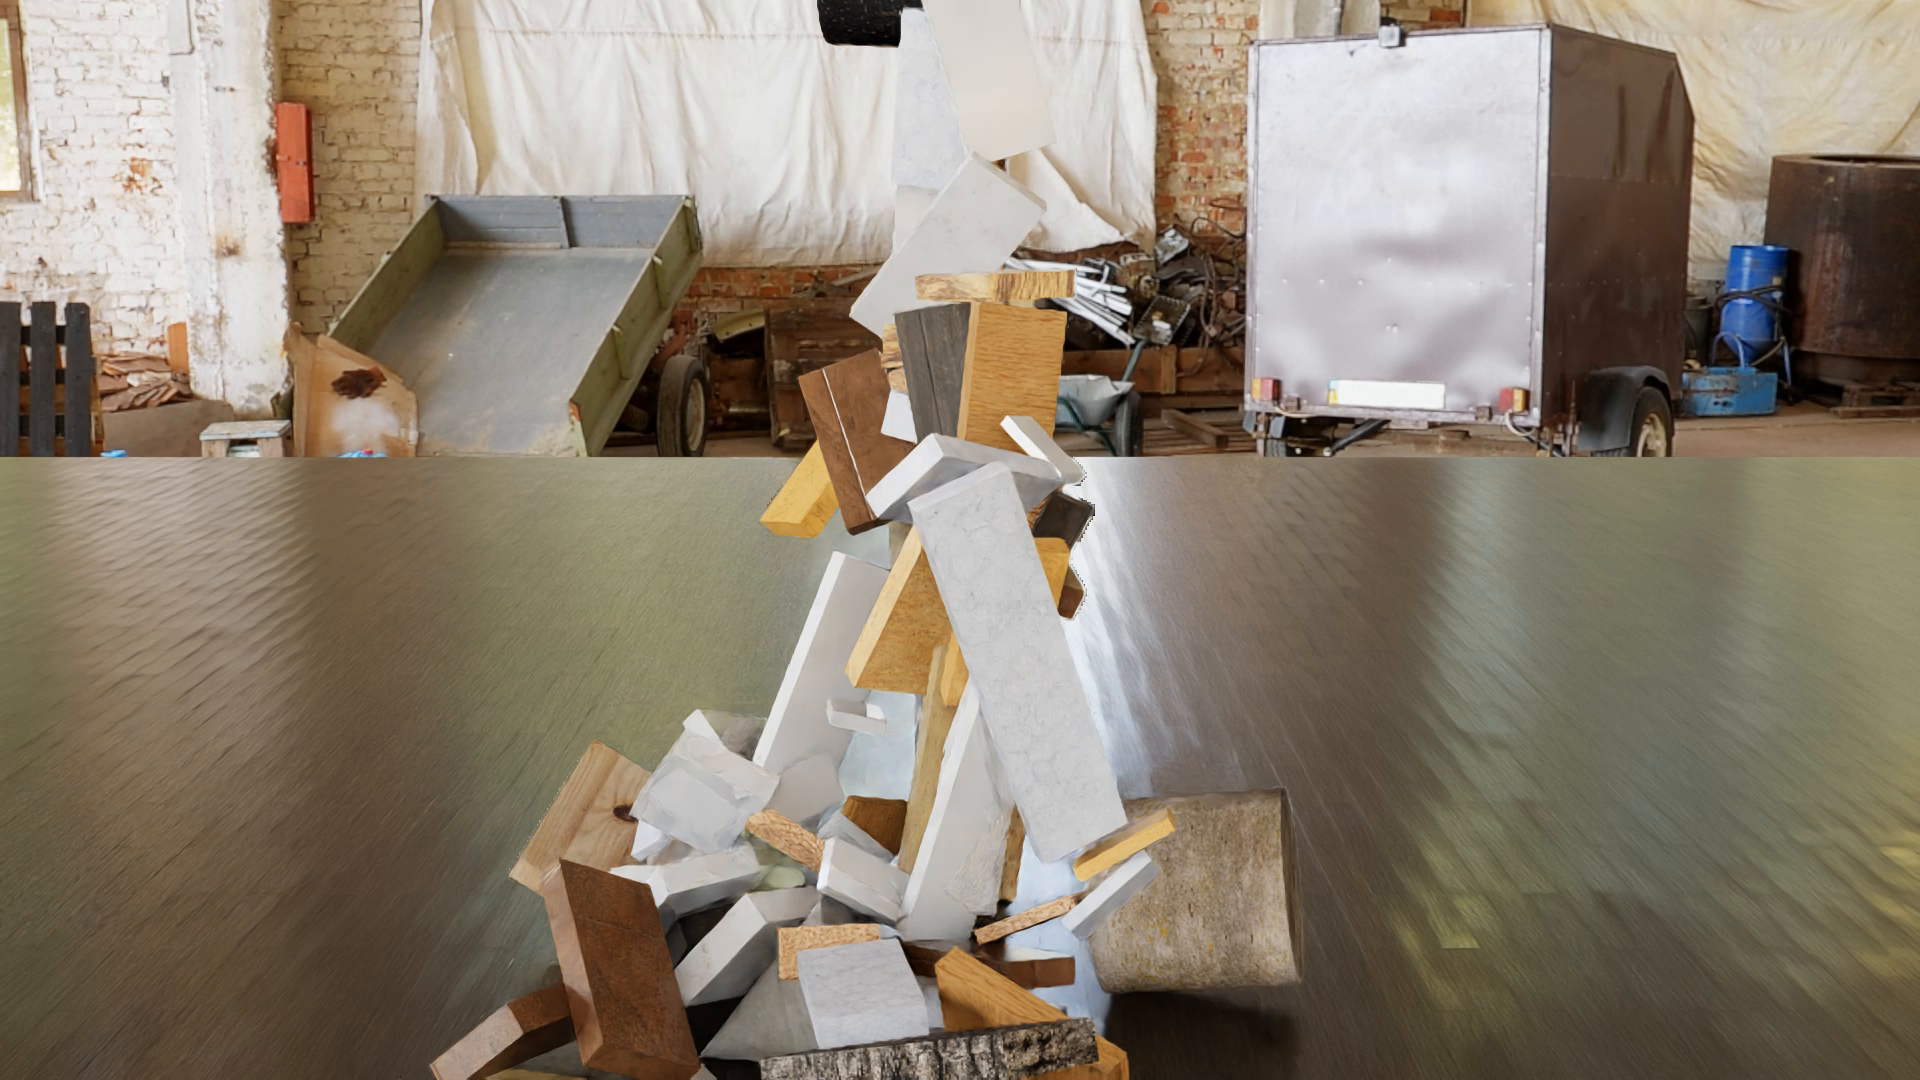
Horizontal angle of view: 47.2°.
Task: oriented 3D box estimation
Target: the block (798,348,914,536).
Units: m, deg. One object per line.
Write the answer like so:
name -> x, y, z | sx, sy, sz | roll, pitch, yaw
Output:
block -> -0.152, -0.157, 3.502 | 0.137, 0.274, 0.039 | -20, -19, 4

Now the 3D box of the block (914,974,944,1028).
block -> -0.008, 0.614, 3.012 | 0.177, 0.050, 0.354 | 2, -3, 6

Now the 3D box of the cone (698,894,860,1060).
cone -> -0.245, 0.655, 3.005 | 0.258, 0.258, 0.258 | -26, 8, 7

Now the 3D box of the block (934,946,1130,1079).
block -> 0.087, 0.599, 2.619 | 0.263, 0.131, 0.037 | 26, 49, 33

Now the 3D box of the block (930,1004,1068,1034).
block -> 0.029, 0.661, 2.922 | 0.176, 0.050, 0.351 | 2, -3, 11

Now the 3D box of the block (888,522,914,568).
block -> -0.064, 0.066, 3.719 | 0.039, 0.278, 0.139 | -24, 44, -24

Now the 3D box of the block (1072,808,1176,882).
block -> 0.222, 0.410, 2.963 | 0.146, 0.021, 0.073 | -30, 0, 7

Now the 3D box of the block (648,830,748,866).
block -> -0.431, 0.507, 3.586 | 0.164, 0.047, 0.328 | -40, 5, -6

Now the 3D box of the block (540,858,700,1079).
block -> -0.445, 0.561, 2.863 | 0.153, 0.043, 0.307 | 25, 27, -38

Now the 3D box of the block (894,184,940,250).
block -> -0.032, -0.608, 3.852 | 0.157, 0.314, 0.044 | 4, 11, 5

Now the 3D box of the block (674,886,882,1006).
block -> -0.245, 0.567, 3.123 | 0.050, 0.177, 0.354 | 50, 19, 23

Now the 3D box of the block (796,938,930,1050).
block -> -0.123, 0.558, 2.721 | 0.131, 0.037, 0.263 | -6, 8, -9

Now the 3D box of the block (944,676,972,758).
block -> 0.054, 0.233, 3.051 | 0.105, 0.210, 0.030 | 5, 43, -16

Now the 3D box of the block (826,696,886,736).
block -> -0.162, 0.272, 3.402 | 0.082, 0.023, 0.164 | 12, 2, -6

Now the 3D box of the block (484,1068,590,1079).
block -> -0.478, 0.736, 2.747 | 0.354, 0.050, 0.177 | 3, 11, 16

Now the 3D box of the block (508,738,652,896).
block -> -0.596, 0.476, 3.603 | 0.164, 0.047, 0.329 | 32, 32, -6

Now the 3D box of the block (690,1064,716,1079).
block -> -0.347, 0.720, 2.881 | 0.066, 0.019, 0.132 | 8, 6, -26

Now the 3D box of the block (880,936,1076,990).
block -> 0.015, 0.569, 2.973 | 0.131, 0.037, 0.263 | 5, -4, -44

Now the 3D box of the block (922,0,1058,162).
block -> 0.047, -0.778, 3.629 | 0.148, 0.295, 0.042 | -17, 9, -4

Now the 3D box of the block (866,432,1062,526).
block -> 0.008, -0.067, 2.874 | 0.129, 0.036, 0.257 | -42, -30, 26

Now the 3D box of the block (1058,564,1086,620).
block -> 0.059, -0.002, 3.243 | 0.167, 0.047, 0.335 | 18, 20, -21

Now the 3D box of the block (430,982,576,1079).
block -> -0.532, 0.624, 2.866 | 0.153, 0.043, 0.307 | -39, -14, 23

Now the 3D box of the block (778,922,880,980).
block -> -0.170, 0.537, 2.867 | 0.132, 0.066, 0.019 | -1, -18, -7

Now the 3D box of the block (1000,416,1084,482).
block -> 0.115, -0.127, 3.072 | 0.121, 0.017, 0.061 | 48, 26, 23

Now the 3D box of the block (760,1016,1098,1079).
block -> -0.038, 0.594, 2.511 | 0.351, 0.050, 0.176 | -15, -13, 35

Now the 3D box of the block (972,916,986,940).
block -> -0.035, 0.530, 3.161 | 0.151, 0.021, 0.076 | 20, -20, 28

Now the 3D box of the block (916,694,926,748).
block -> 0.004, 0.385, 3.879 | 0.163, 0.326, 0.046 | 0, 10, 0

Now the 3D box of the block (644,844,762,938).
block -> -0.424, 0.550, 3.228 | 0.154, 0.044, 0.308 | -9, -28, -37

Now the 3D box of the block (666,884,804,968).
block -> -0.290, 0.578, 3.296 | 0.308, 0.044, 0.154 | -11, -27, -28

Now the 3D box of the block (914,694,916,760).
block -> 0.002, 0.311, 4.202 | 0.177, 0.354, 0.050 | 0, 11, -1

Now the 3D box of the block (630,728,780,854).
block -> -0.384, 0.381, 3.276 | 0.153, 0.043, 0.307 | 28, -30, -8

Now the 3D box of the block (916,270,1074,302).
block -> 0.048, -0.376, 3.248 | 0.134, 0.038, 0.268 | -6, 9, -23
